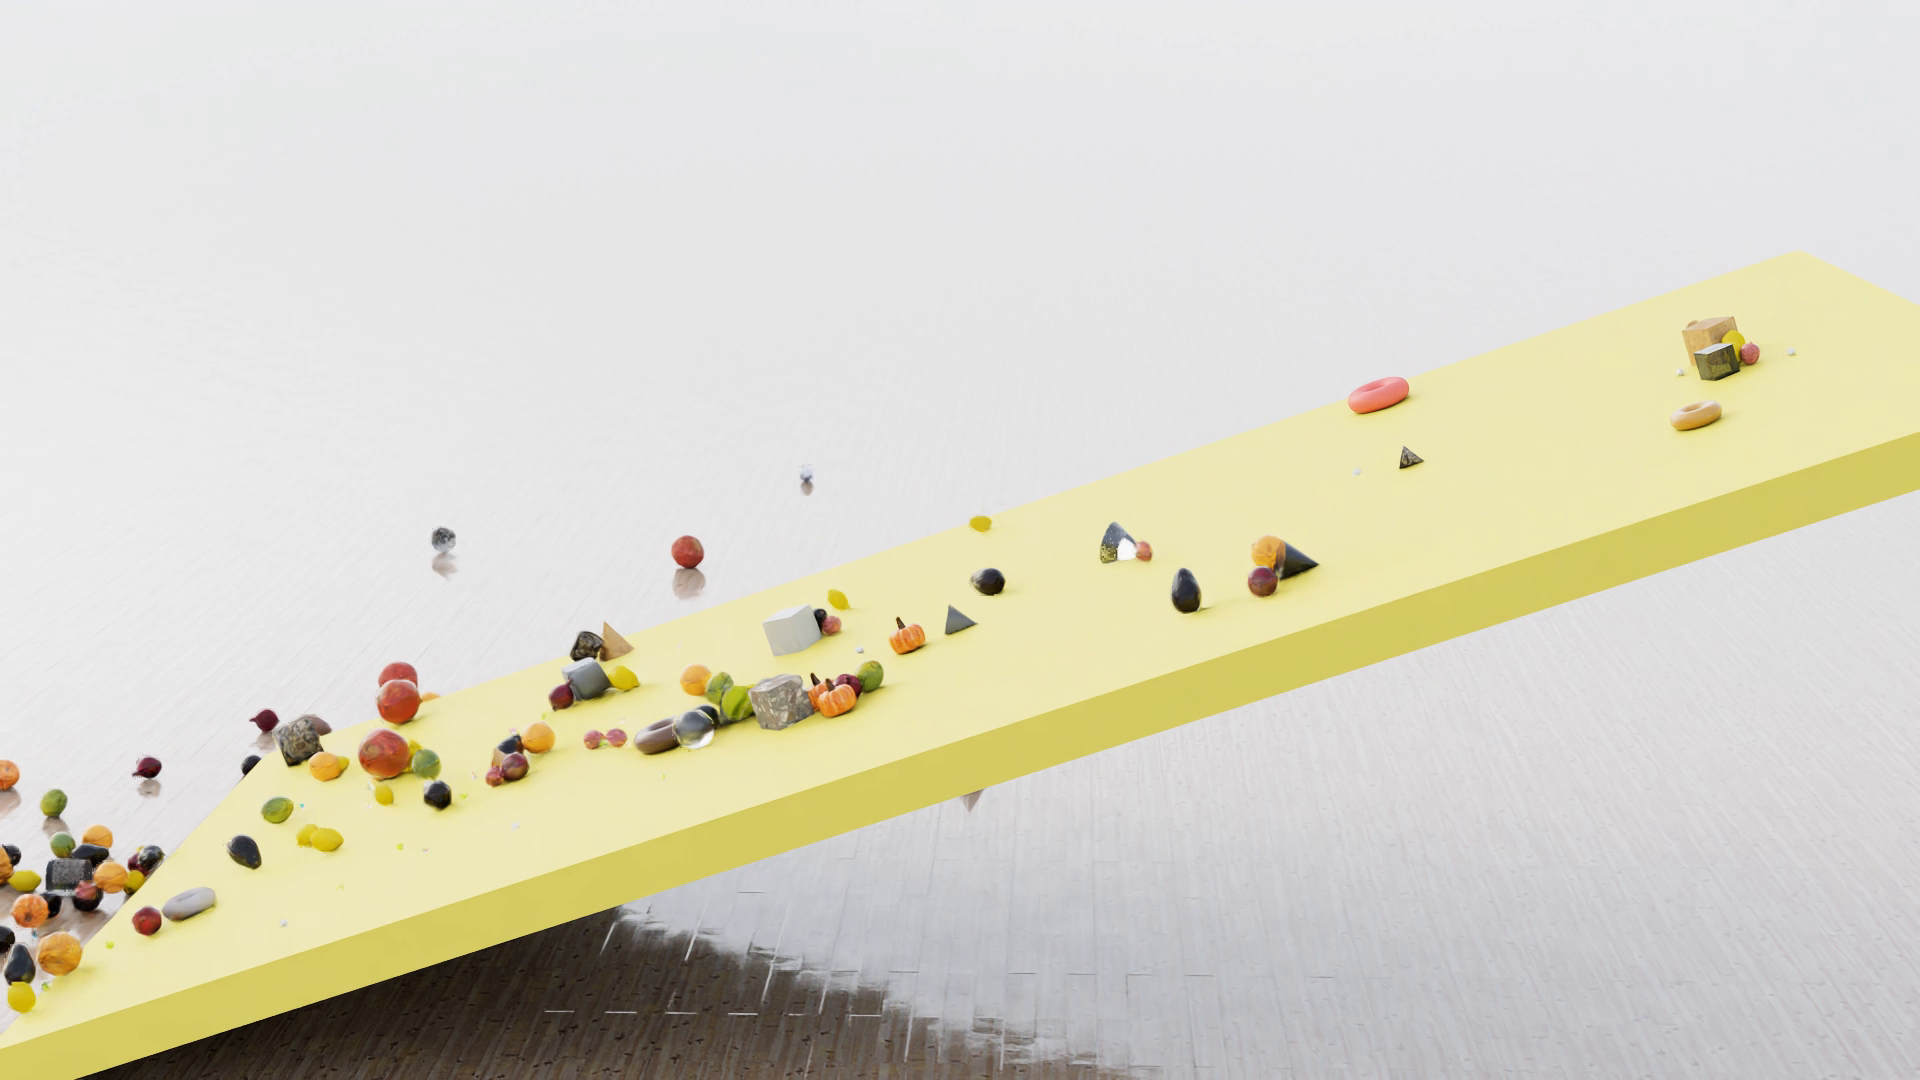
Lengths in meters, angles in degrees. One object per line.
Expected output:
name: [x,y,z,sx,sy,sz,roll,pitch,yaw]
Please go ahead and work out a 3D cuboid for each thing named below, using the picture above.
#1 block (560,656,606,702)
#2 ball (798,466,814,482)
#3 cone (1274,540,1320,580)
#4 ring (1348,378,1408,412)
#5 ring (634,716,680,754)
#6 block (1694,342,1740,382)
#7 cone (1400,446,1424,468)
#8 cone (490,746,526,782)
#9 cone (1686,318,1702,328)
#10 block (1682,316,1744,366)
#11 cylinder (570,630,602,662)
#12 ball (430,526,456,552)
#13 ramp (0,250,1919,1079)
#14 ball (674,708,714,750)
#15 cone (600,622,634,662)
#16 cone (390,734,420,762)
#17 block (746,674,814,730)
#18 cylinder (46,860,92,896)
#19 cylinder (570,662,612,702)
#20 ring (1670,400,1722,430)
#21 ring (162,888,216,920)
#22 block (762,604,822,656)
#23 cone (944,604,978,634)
block: [-0.874,0.324,6.827,0.075,0.075,0.075,-22,11,-15]
ball: [-0.600,-0.259,11.510,0.063,0.063,0.063,0,12,0]
cone: [0.656,0.043,5.669,0.081,0.081,0.081,7,11,-7]
ring: [0.991,-0.344,6.962,0.150,0.050,0.150,-20,12,4]
ring: [-0.606,0.400,6.065,0.137,0.046,0.137,-19,9,3]
block: [1.560,-0.367,6.063,0.060,0.060,0.060,-22,11,-12]
cone: [0.961,-0.171,6.234,0.051,0.051,0.051,10,14,10]
cone: [-0.967,0.484,6.307,0.076,0.076,0.076,6,11,-12]
cone: [1.629,-0.449,6.437,0.059,0.059,0.059,13,3,-33]
block: [1.592,-0.421,6.223,0.079,0.079,0.079,-25,12,-26]
cylinder: [-0.908,0.264,7.147,0.062,0.062,0.062,22,23,-10]
ball: [-1.799,-0.001,10.245,0.090,0.090,0.090,0,12,0]
ramp: [0.108,0.180,6.304,4.000,0.100,2.000,-18,11,6]
ball: [-0.536,0.382,5.939,0.081,0.081,0.081,0,12,0]
cone: [-0.853,0.237,7.174,0.091,0.091,0.091,-19,11,4]
cone: [-1.264,0.495,6.773,0.068,0.068,0.068,31,20,12]
block: [-0.360,0.325,5.905,0.084,0.084,0.084,-25,12,-29]
cylinder: [-2.025,0.769,6.687,0.083,0.083,0.083,0,12,-1]
cylinder: [-0.849,0.325,6.759,0.069,0.069,0.069,-29,21,-14]
ring: [1.436,-0.243,5.737,0.103,0.034,0.103,-19,9,3]
ring: [-1.590,0.750,6.066,0.112,0.037,0.112,-17,11,3]
block: [-0.374,0.201,6.547,0.083,0.083,0.083,-12,13,33]
cone: [0.005,0.171,6.176,0.067,0.067,0.067,8,12,1]
